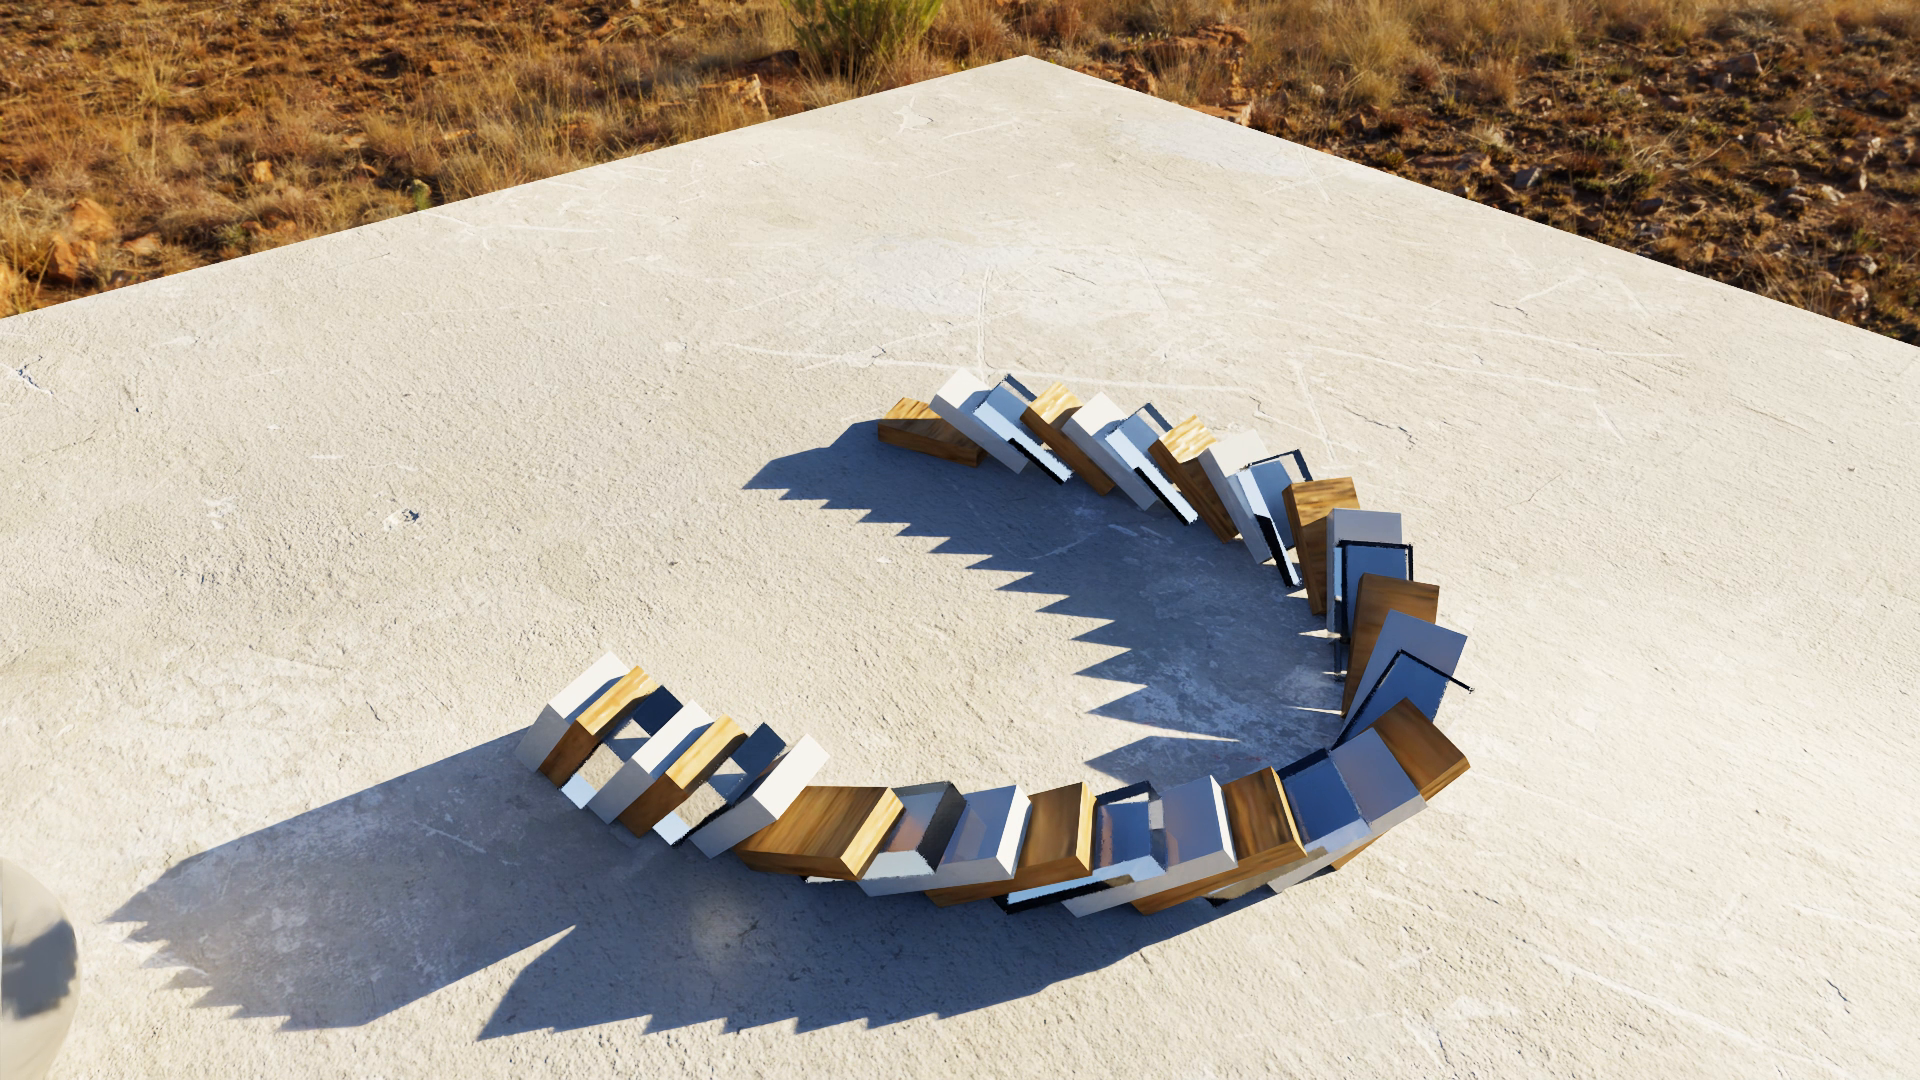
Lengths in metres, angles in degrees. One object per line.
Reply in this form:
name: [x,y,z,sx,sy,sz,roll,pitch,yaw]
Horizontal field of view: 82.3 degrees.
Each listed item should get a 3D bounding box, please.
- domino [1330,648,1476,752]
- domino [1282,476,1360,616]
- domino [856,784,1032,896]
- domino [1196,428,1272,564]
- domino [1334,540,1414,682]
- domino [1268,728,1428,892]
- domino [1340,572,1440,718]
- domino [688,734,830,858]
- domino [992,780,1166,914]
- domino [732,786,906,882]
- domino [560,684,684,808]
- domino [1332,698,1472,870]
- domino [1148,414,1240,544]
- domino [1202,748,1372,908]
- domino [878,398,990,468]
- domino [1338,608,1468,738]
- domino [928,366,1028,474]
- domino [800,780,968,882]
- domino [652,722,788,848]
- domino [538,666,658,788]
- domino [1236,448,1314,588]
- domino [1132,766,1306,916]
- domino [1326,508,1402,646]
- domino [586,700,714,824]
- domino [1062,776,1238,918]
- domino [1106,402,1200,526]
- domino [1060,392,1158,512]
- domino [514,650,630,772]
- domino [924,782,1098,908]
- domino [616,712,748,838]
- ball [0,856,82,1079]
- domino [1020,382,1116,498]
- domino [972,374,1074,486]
domino: [0.136,0.062,0.346,0.025,0.010,0.050,33,85,34]
domino: [0.142,0.002,0.420,0.025,0.010,0.050,-7,74,-8]
domino: [-0.005,0.087,0.318,0.050,0.010,0.025,-18,30,30]
domino: [0.120,-0.018,0.445,0.025,0.009,0.050,-22,78,-25]
domino: [0.147,0.026,0.391,0.025,0.009,0.050,4,73,5]
domino: [0.108,0.080,0.325,0.050,0.009,0.025,-34,42,11]
domino: [0.147,0.038,0.376,0.025,0.009,0.050,10,74,12]
domino: [-0.060,0.076,0.323,0.010,0.050,0.025,46,47,-5]
domino: [0.034,0.088,0.316,0.050,0.010,0.025,-23,33,24]
domino: [-0.041,0.084,0.319,0.050,0.010,0.025,-11,31,43]
domino: [-0.104,0.064,0.337,0.010,0.050,0.025,46,48,-3]
domino: [0.125,0.073,0.333,0.050,0.009,0.025,-40,46,6]
domino: [0.103,-0.025,0.455,0.025,0.010,0.050,-33,81,-33]
domino: [0.090,0.084,0.321,0.050,0.010,0.025,-31,39,14]
domino: [-0.010,-0.050,0.504,0.050,0.009,0.025,17,42,20]
domino: [0.144,0.051,0.360,0.025,0.009,0.050,21,80,24]
domino: [0.013,-0.054,0.492,0.050,0.010,0.025,37,46,1]
domino: [-0.024,0.085,0.319,0.050,0.010,0.025,-17,28,35]
domino: [-0.072,0.073,0.325,0.009,0.050,0.025,46,48,-3]
domino: [-0.113,0.059,0.343,0.009,0.050,0.025,46,48,-3]
domino: [0.131,-0.009,0.433,0.025,0.010,0.050,-16,77,-19]
domino: [0.071,0.087,0.317,0.050,0.009,0.025,-28,36,19]
domino: [0.149,0.014,0.405,0.025,0.010,0.050,4,73,3]
domino: [-0.094,0.068,0.332,0.009,0.050,0.025,46,48,-3]
domino: [0.053,0.088,0.316,0.050,0.009,0.025,-25,34,21]
domino: [0.087,-0.032,0.464,0.050,0.009,0.025,49,54,6]
domino: [0.070,-0.038,0.472,0.050,0.010,0.025,45,51,5]
domino: [-0.123,0.055,0.347,0.010,0.050,0.025,46,48,-3]
domino: [0.015,0.088,0.316,0.050,0.009,0.025,-21,32,26]
domino: [-0.083,0.071,0.328,0.009,0.050,0.025,46,49,-3]
ball: [-0.254,0.110,0.254,0.080,0.080,0.080,0,39,0]
domino: [0.052,-0.044,0.479,0.050,0.009,0.025,43,50,4]
domino: [0.033,-0.049,0.486,0.050,0.010,0.025,40,48,2]
